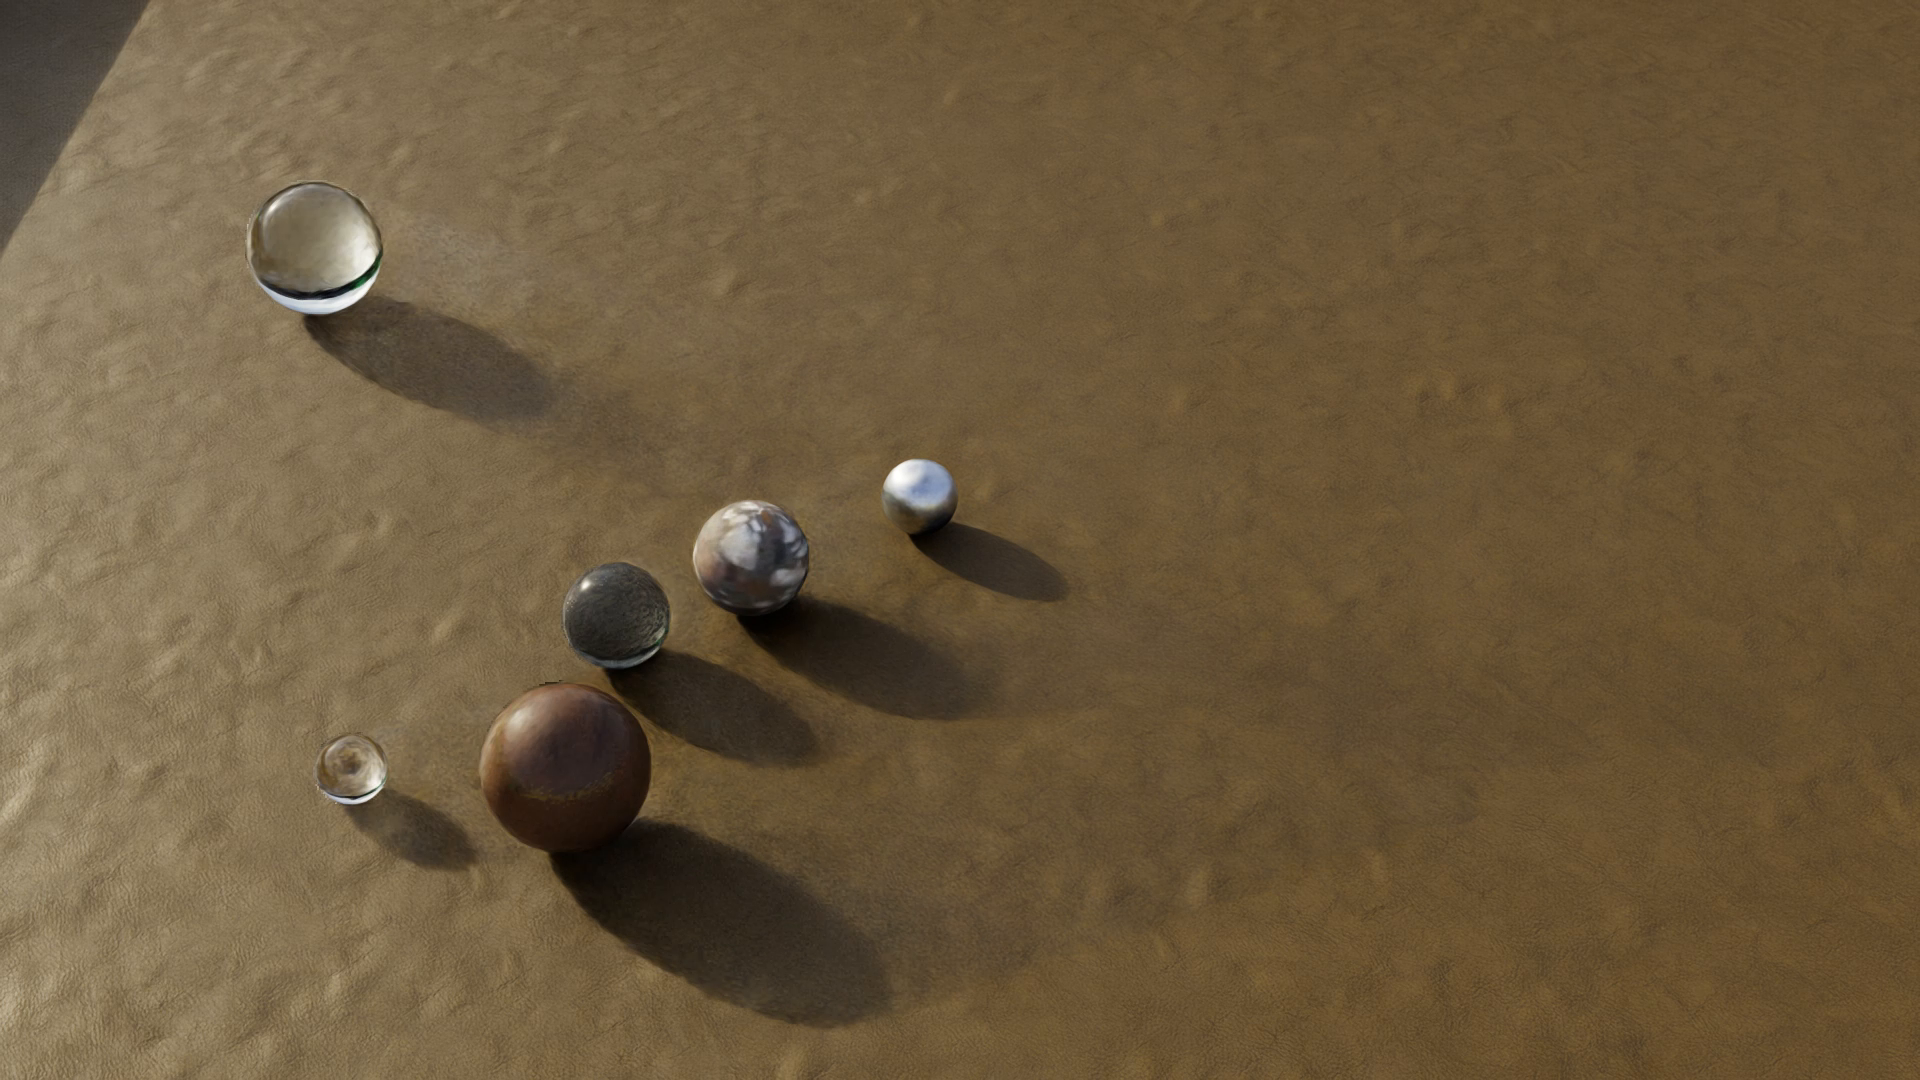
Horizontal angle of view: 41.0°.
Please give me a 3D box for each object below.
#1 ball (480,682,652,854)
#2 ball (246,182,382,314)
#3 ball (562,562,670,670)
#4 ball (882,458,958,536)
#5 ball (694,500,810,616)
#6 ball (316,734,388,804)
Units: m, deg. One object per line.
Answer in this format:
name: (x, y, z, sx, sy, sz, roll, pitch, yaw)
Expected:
ball: (-0.216, 0.125, 1.408, 0.094, 0.094, 0.094, 0, 36, 0)
ball: (-0.468, -0.211, 1.861, 0.096, 0.096, 0.096, 0, 36, 0)
ball: (-0.206, 0.046, 1.540, 0.065, 0.065, 0.065, 0, 36, 0)
ball: (-0.026, -0.028, 1.652, 0.050, 0.050, 0.050, 0, 36, 0)
ball: (-0.128, 0.011, 1.580, 0.072, 0.072, 0.072, 0, 36, 0)
ball: (-0.343, 0.129, 1.447, 0.040, 0.040, 0.040, 0, 36, 0)
